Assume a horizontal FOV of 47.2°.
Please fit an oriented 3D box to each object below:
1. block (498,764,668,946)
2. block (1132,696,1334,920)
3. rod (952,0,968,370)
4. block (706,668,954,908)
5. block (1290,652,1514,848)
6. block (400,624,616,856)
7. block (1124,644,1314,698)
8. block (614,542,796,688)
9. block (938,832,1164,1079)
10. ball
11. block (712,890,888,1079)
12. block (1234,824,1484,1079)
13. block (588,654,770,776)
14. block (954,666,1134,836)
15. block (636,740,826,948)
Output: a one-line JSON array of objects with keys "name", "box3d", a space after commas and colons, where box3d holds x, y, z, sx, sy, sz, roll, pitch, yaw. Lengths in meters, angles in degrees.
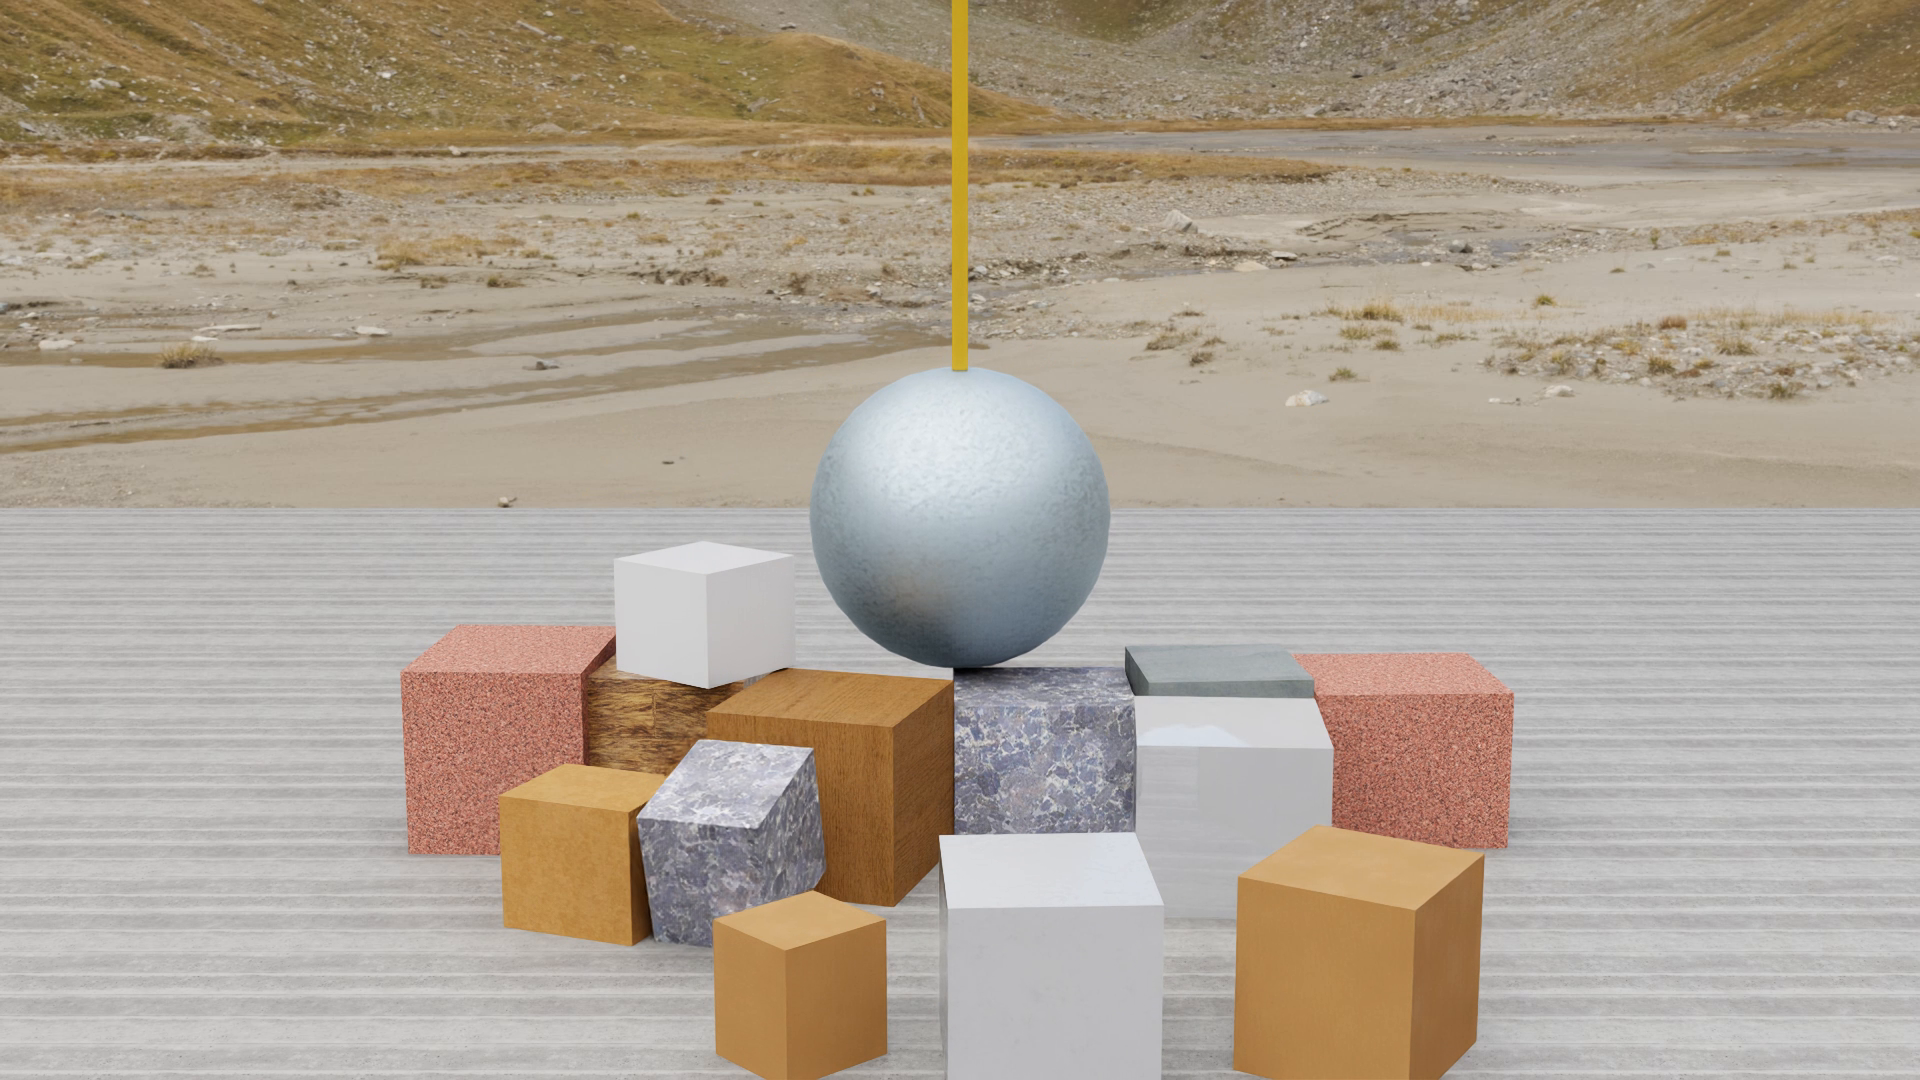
[{"name": "block", "box3d": [-1.651, 1.422, 10.022, 0.665, 0.617, 0.560, 4, 11, 21]}, {"name": "block", "box3d": [1.267, 1.251, 10.409, 0.881, 0.814, 0.899, 1, 10, 4]}, {"name": "rod", "box3d": [0.000, -3.403, 10.777, 0.080, 5.200, 0.080, 0, 15, 0]}, {"name": "block", "box3d": [-0.609, 1.175, 10.692, 0.925, 0.863, 0.930, 3, 11, 17]}, {"name": "block", "box3d": [2.239, 1.079, 11.392, 0.985, 0.801, 0.884, 0, 10, -2]}, {"name": "block", "box3d": [-2.279, 1.014, 11.382, 0.893, 0.933, 1.066, 0, 10, 2]}, {"name": "block", "box3d": [1.318, 1.053, 11.358, 0.830, 0.864, 0.798, -1, 10, -4]}, {"name": "block", "box3d": [-1.281, 0.365, 11.075, 0.640, 0.567, 0.632, 8, 13, 37]}, {"name": "block", "box3d": [0.328, 1.630, 8.449, 0.786, 0.769, 0.852, 0, 10, -3]}, {"name": "ball", "box3d": [0.000, -0.119, 11.656, 1.600, 1.600, 1.600, 0, 10, 0]}, {"name": "block", "box3d": [-0.617, 1.730, 8.513, 0.493, 0.550, 0.450, -9, 14, -42]}, {"name": "block", "box3d": [1.542, 1.623, 8.479, 0.700, 0.773, 0.756, 6, 12, 31]}, {"name": "block", "box3d": [-1.413, 1.054, 11.321, 0.789, 0.876, 0.775, 1, 10, 6]}, {"name": "block", "box3d": [0.423, 1.113, 11.404, 0.910, 0.731, 0.838, 0, 10, -1]}, {"name": "block", "box3d": [-1.010, 1.364, 9.865, 0.562, 0.638, 0.705, 3, 24, 17]}]
